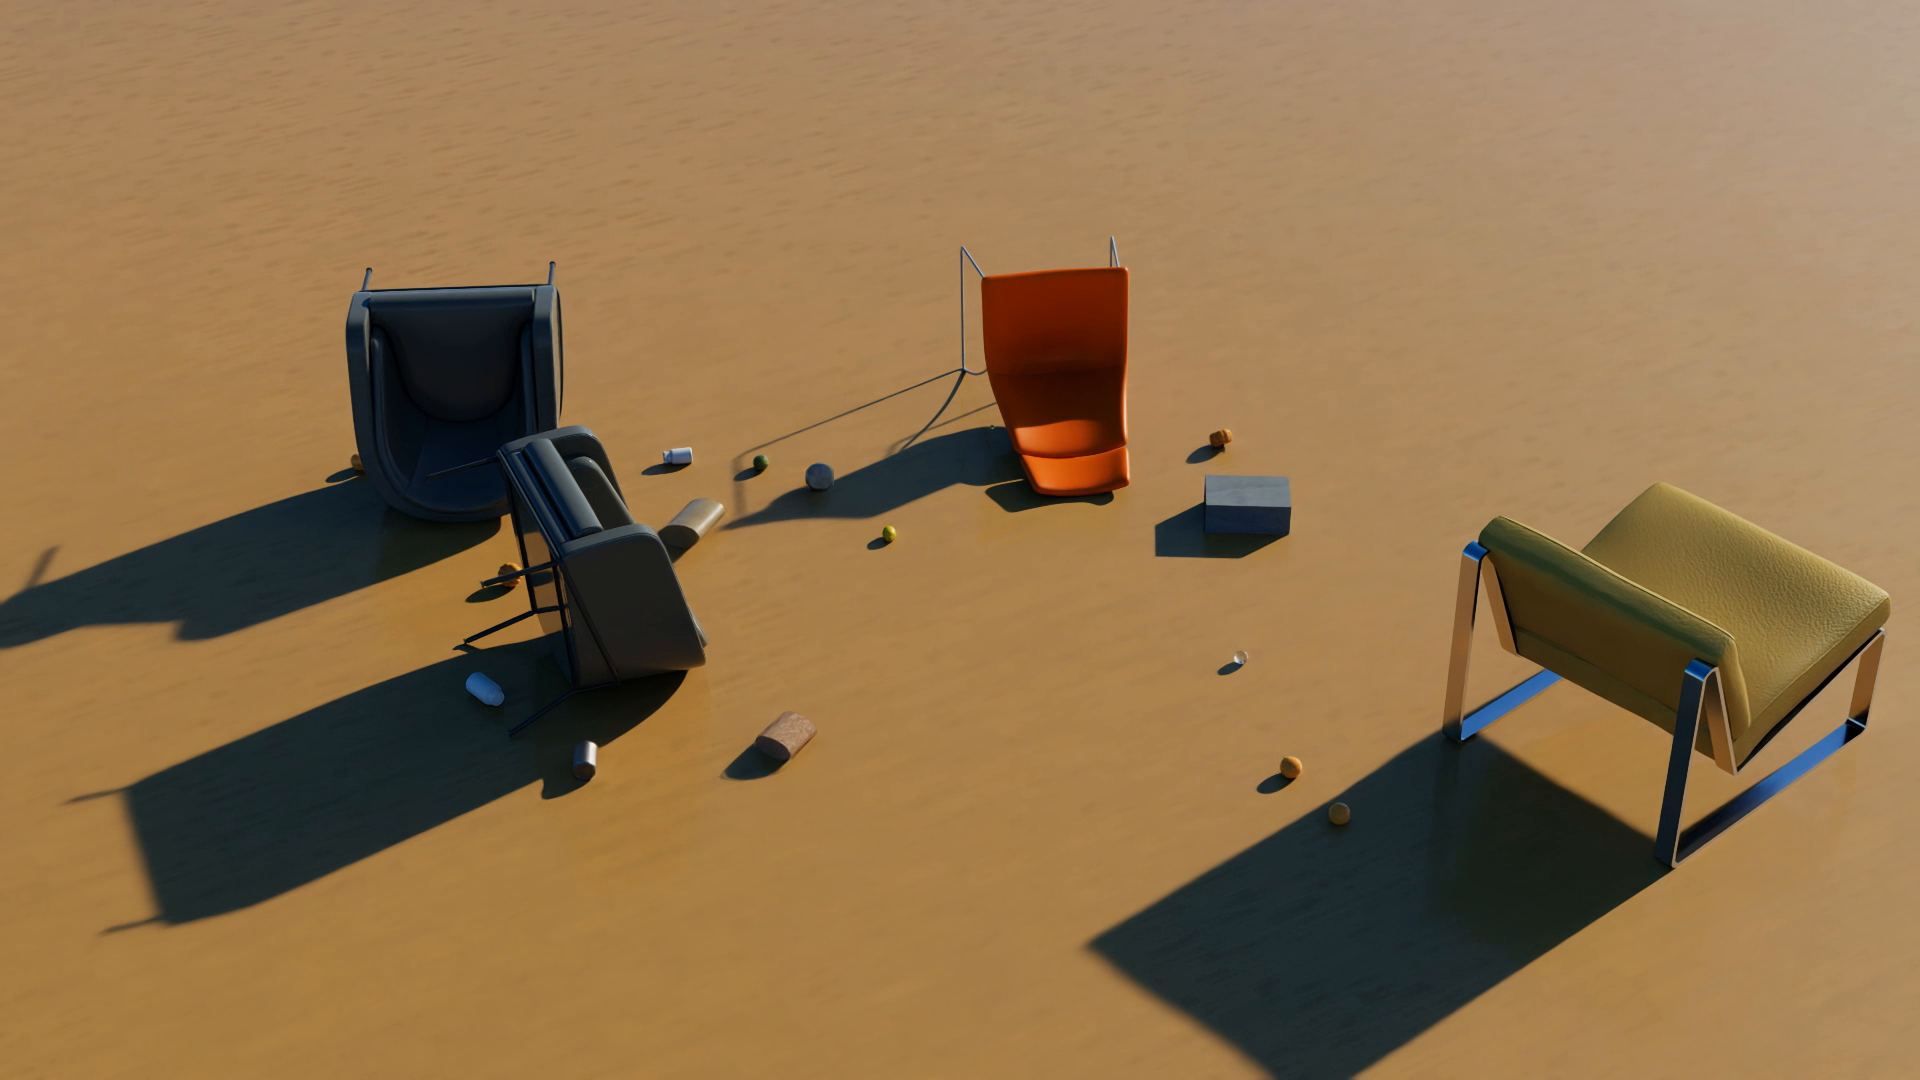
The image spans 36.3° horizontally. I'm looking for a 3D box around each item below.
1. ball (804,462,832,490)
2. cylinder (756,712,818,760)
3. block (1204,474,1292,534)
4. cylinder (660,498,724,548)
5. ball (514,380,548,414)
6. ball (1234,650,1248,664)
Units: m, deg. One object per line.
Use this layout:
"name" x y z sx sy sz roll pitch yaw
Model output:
"ball" -0.541 -0.243 11.217 0.106 0.106 0.106 0 33 0
"cylinder" -0.584 0.659 9.870 0.142 0.081 0.163 22 39 22
"block" 1.080 -0.134 11.038 0.315 0.121 0.212 1 33 2
"cylinder" -0.998 -0.065 10.946 0.170 0.098 0.201 0 30 29
"ball" -1.711 -0.570 11.684 0.137 0.137 0.137 0 33 0
"ball" 0.985 0.410 10.276 0.050 0.050 0.050 0 33 0
